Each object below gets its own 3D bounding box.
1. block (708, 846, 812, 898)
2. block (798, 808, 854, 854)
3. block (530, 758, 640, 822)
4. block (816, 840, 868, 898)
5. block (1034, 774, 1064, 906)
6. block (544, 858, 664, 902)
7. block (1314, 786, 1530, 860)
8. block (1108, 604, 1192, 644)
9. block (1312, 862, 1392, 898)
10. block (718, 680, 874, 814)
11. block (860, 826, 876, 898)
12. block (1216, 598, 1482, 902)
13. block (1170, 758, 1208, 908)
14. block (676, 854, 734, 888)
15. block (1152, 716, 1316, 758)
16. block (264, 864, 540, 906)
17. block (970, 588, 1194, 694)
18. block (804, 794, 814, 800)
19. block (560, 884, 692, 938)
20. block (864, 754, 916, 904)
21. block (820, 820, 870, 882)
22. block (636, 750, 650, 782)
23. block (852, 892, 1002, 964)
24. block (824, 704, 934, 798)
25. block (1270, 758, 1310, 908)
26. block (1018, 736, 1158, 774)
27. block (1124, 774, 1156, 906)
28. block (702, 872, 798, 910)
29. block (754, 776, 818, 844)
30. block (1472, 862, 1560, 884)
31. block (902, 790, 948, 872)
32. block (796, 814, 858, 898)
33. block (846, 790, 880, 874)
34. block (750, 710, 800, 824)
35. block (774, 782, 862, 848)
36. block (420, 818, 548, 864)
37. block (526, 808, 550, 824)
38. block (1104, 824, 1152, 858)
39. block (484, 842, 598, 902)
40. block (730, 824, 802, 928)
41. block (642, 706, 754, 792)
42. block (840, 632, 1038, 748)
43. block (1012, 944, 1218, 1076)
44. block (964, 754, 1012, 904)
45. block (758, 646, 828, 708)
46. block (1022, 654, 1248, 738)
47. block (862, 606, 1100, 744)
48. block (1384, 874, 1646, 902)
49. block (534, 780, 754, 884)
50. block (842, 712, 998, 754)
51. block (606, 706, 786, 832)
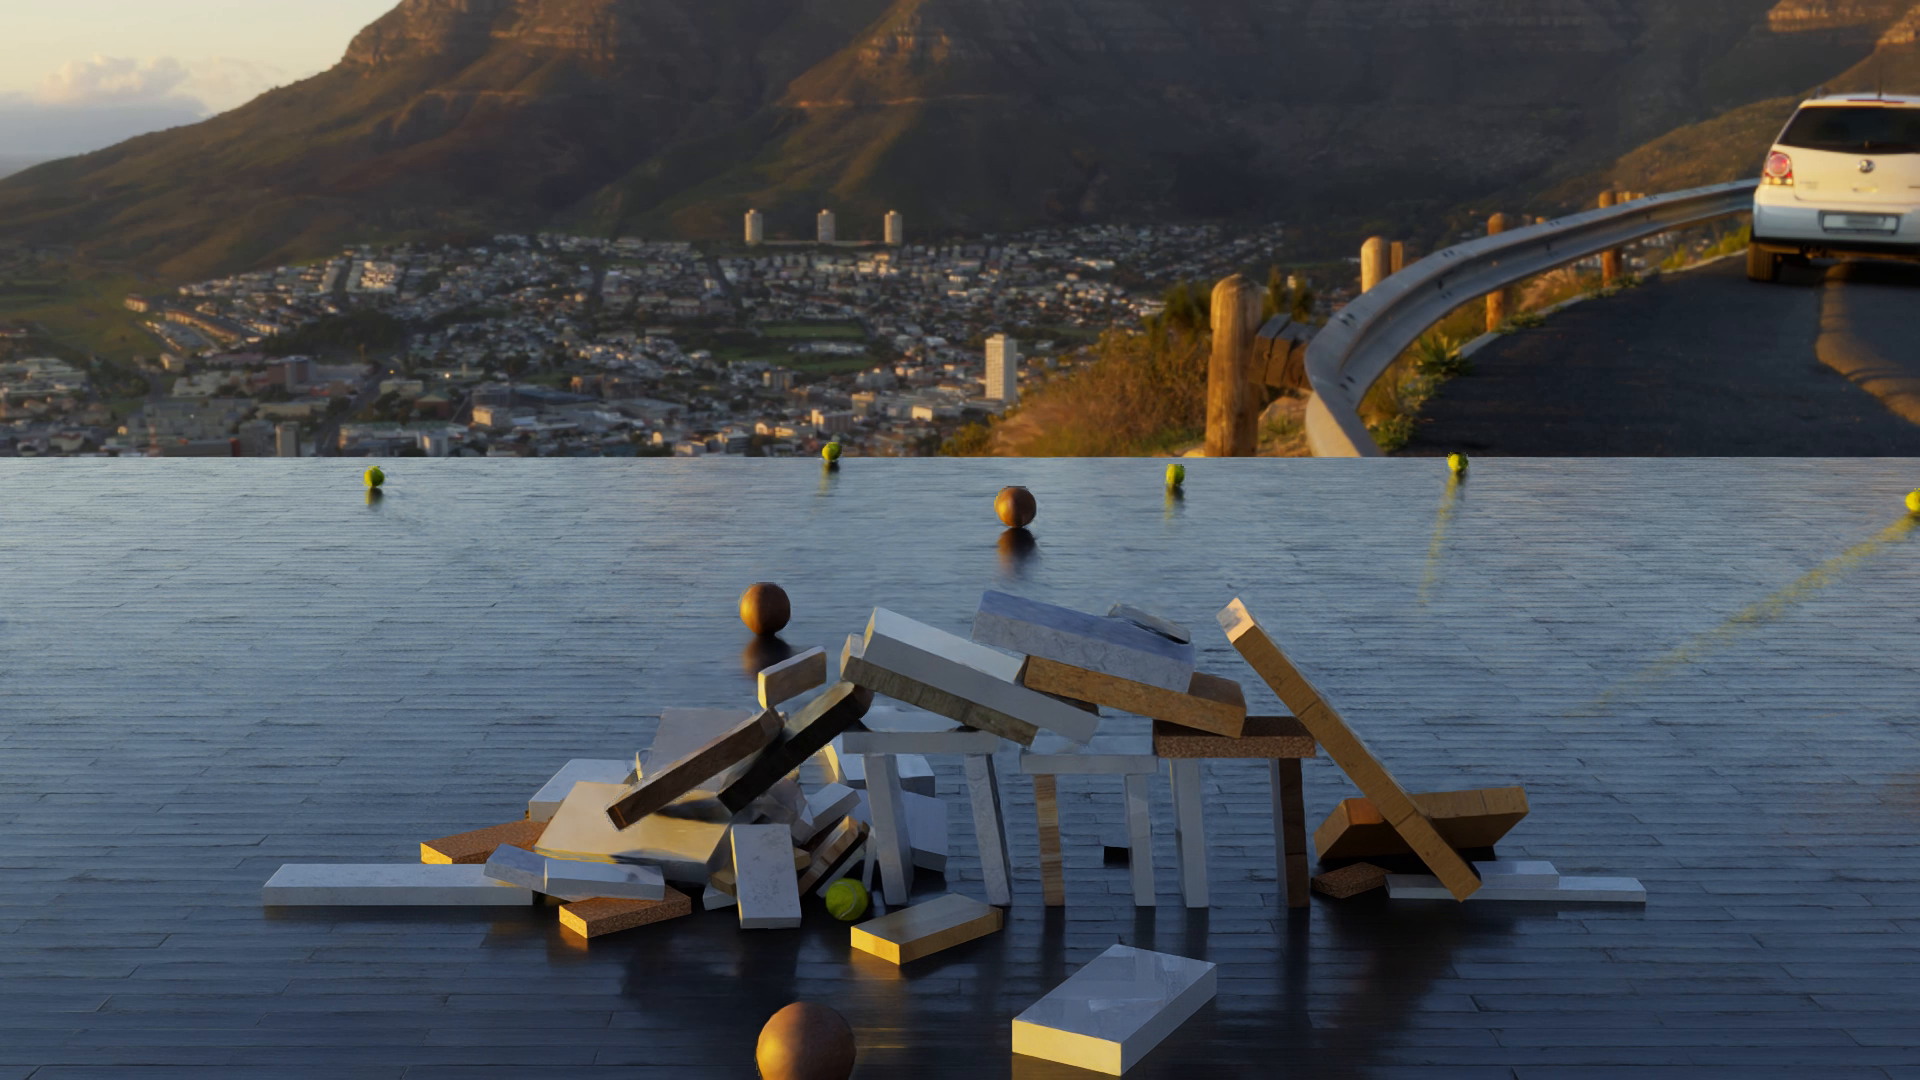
[{"bbox_3d":[-0.329,0.543,3.624,0.150,0.021,0.075,-19,16,-31],"label":"block"},{"bbox_3d":[-0.235,0.519,3.831,0.093,0.026,0.229,-28,11,6],"label":"block"},{"bbox_3d":[-0.689,0.463,4.069,0.136,0.039,0.273,1,11,6],"label":"block"},{"bbox_3d":[-0.197,0.545,3.662,0.015,0.109,0.054,42,8,-6],"label":"block"},{"bbox_3d":[0.147,0.480,3.646,0.032,0.223,0.112,-5,11,1],"label":"block"},{"bbox_3d":[-0.579,0.553,3.577,0.188,0.027,0.094,6,9,-13],"label":"block"},{"bbox_3d":[0.799,0.491,3.818,0.330,0.047,0.165,-2,-28,-13],"label":"block"},{"bbox_3d":[0.313,0.137,3.607,0.129,0.018,0.064,22,-7,-5],"label":"block"},{"bbox_3d":[0.661,0.573,3.708,0.131,0.019,0.066,-9,14,-39],"label":"block"},{"bbox_3d":[-0.269,0.330,3.667,0.295,0.042,0.148,-38,9,14],"label":"block"},{"bbox_3d":[-0.150,0.536,3.661,0.015,0.109,0.054,8,11,0],"label":"block"},{"bbox_3d":[0.635,0.343,3.597,0.047,0.589,0.165,-41,12,7],"label":"block"},{"bbox_3d":[0.379,0.466,3.642,0.036,0.252,0.126,-5,10,1],"label":"block"},{"bbox_3d":[-0.383,0.540,3.714,0.185,0.026,0.093,-3,41,4],"label":"block"},{"bbox_3d":[0.449,0.323,3.615,0.252,0.036,0.126,0,11,0],"label":"block"},{"bbox_3d":[-0.923,0.574,3.667,0.441,0.032,0.113,0,11,0],"label":"block"},{"bbox_3d":[0.204,0.164,3.616,0.358,0.051,0.179,14,11,2],"label":"block"},{"bbox_3d":[-0.233,0.499,4.083,0.190,0.027,0.095,0,11,-1],"label":"block"},{"bbox_3d":[-0.540,0.598,3.555,0.188,0.027,0.094,-8,13,-36],"label":"block"},{"bbox_3d":[-0.117,0.463,3.654,0.036,0.252,0.126,-7,10,6],"label":"block"},{"bbox_3d":[-0.193,0.518,3.660,0.015,0.109,0.054,42,8,-6],"label":"block"},{"bbox_3d":[-0.507,0.469,4.003,0.136,0.039,0.273,0,26,-14],"label":"block"},{"bbox_3d":[-0.051,0.611,3.468,0.223,0.032,0.112,-10,14,-43],"label":"block"},{"bbox_3d":[-0.176,0.426,4.424,0.167,0.047,0.533,-2,11,-10],"label":"block"},{"bbox_3d":[0.545,0.466,3.643,0.036,0.252,0.126,-5,10,1],"label":"block"},{"bbox_3d":[0.210,0.354,3.622,0.223,0.032,0.112,0,11,0],"label":"block"},{"bbox_3d":[0.296,0.480,3.646,0.032,0.223,0.112,-5,10,1],"label":"block"},{"bbox_3d":[-0.345,0.572,3.622,0.150,0.021,0.075,-12,11,1],"label":"block"},{"bbox_3d":[-0.315,0.448,3.828,0.112,0.032,0.223,40,3,-17],"label":"block"},{"bbox_3d":[0.930,0.558,3.687,0.131,0.019,0.066,0,11,0],"label":"block"},{"bbox_3d":[-0.080,0.507,3.871,0.112,0.032,0.223,14,17,-5],"label":"block"},{"bbox_3d":[-0.228,0.528,3.658,0.021,0.150,0.075,42,6,-9],"label":"block"},{"bbox_3d":[-0.164,0.516,3.910,0.095,0.027,0.306,1,16,6],"label":"block"},{"bbox_3d":[-0.379,0.430,4.144,0.039,0.136,0.319,-8,8,15],"label":"block"},{"bbox_3d":[-0.272,0.494,3.871,0.185,0.026,0.093,-34,18,-22],"label":"block"},{"bbox_3d":[-0.817,0.538,3.863,0.226,0.032,0.113,-9,14,-40],"label":"block"},{"bbox_3d":[-0.668,0.510,4.014,0.226,0.032,0.113,5,12,27],"label":"block"},{"bbox_3d":[0.299,0.536,3.912,0.064,0.018,0.129,2,11,13],"label":"block"},{"bbox_3d":[-0.684,0.555,3.639,0.188,0.027,0.094,17,10,0],"label":"block"},{"bbox_3d":[-0.315,0.543,3.560,0.095,0.027,0.190,1,43,-14],"label":"block"},{"bbox_3d":[-0.477,0.437,3.897,0.167,0.047,0.335,2,43,9],"label":"block"},{"bbox_3d":[-0.035,0.244,3.610,0.328,0.042,0.148,21,10,-7],"label":"block"},{"bbox_3d":[0.225,0.665,3.137,0.165,0.047,0.330,6,12,29],"label":"block"},{"bbox_3d":[0.048,0.464,3.653,0.036,0.252,0.126,-9,10,5],"label":"block"},{"bbox_3d":[-0.280,0.230,3.683,0.129,0.064,0.018,-22,36,-35],"label":"block"},{"bbox_3d":[0.285,0.237,3.618,0.358,0.051,0.179,14,11,0],"label":"block"},{"bbox_3d":[0.033,0.220,3.611,0.391,0.051,0.179,21,10,-5],"label":"block"},{"bbox_3d":[0.924,0.580,3.670,0.419,0.019,0.066,0,11,2],"label":"block"},{"bbox_3d":[-0.538,0.495,3.741,0.335,0.047,0.167,1,37,23],"label":"block"},{"bbox_3d":[-0.066,0.318,3.638,0.252,0.036,0.126,0,11,-1],"label":"block"},{"bbox_3d":[-0.438,0.378,3.657,0.295,0.042,0.148,-31,3,7],"label":"block"}]
